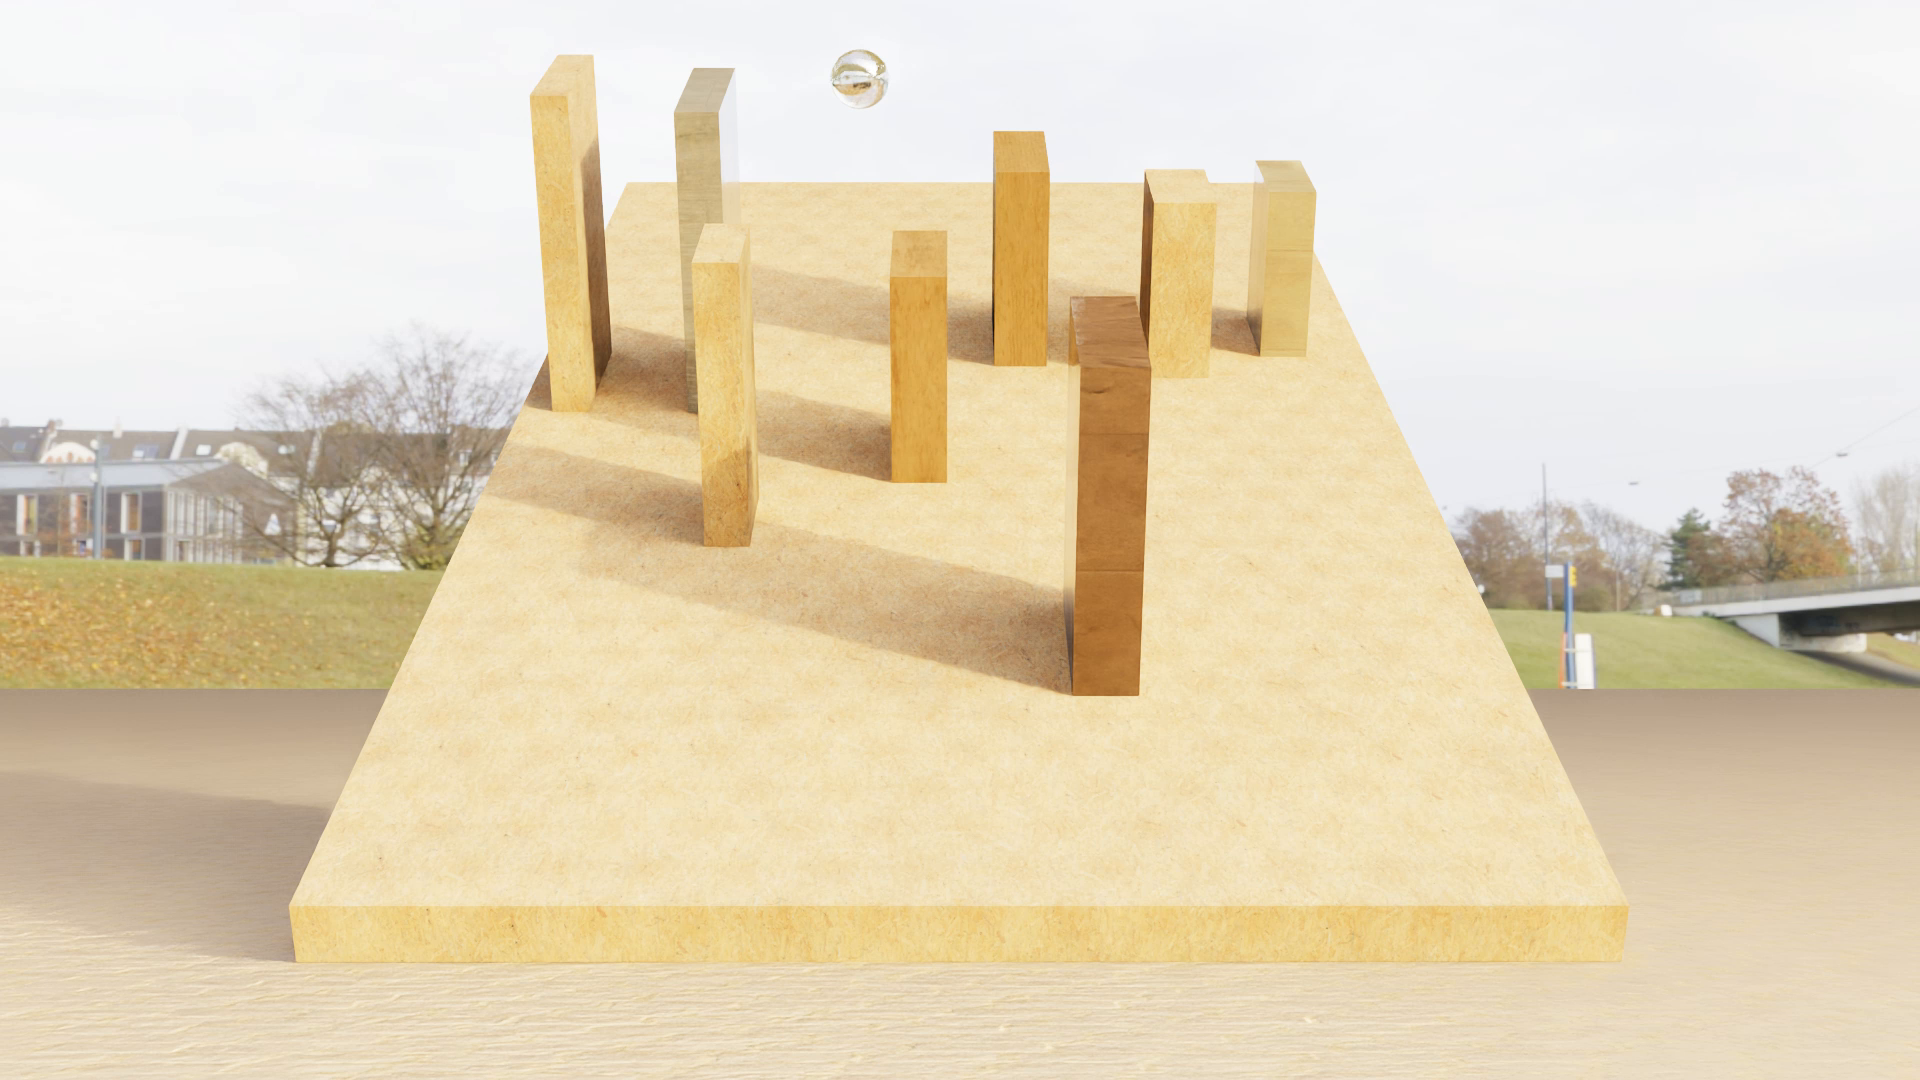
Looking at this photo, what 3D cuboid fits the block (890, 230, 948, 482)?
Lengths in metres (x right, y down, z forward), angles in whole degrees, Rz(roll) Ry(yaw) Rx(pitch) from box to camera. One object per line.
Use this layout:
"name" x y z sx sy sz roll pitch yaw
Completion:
"block" -0.086 -0.398 5.014 0.118 0.458 0.329 0 24 0

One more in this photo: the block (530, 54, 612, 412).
"block" -0.892 -0.711 5.374 0.083 0.731 0.407 0 24 0

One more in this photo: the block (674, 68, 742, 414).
"block" -0.573 -0.696 5.383 0.098 0.698 0.431 0 24 0

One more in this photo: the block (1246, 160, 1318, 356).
"block" 0.789 -0.695 5.735 0.113 0.413 0.290 0 24 0

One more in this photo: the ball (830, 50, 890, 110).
"ball" -0.293 -1.350 6.826 0.173 0.173 0.173 0 -3 0

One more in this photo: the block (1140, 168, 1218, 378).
"block" 0.520 -0.643 5.598 0.145 0.429 0.295 0 24 0

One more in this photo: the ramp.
"ramp" -0.008 -0.228 5.319 2.000 0.100 4.000 0 24 0

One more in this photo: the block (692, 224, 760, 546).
"block" -0.465 -0.309 4.655 0.089 0.590 0.260 0 24 0

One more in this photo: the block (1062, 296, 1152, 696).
"block" 0.255 -0.081 4.126 0.117 0.611 0.374 0 24 0

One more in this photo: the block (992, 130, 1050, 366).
"block" 0.146 -0.717 5.699 0.126 0.480 0.386 0 24 0
